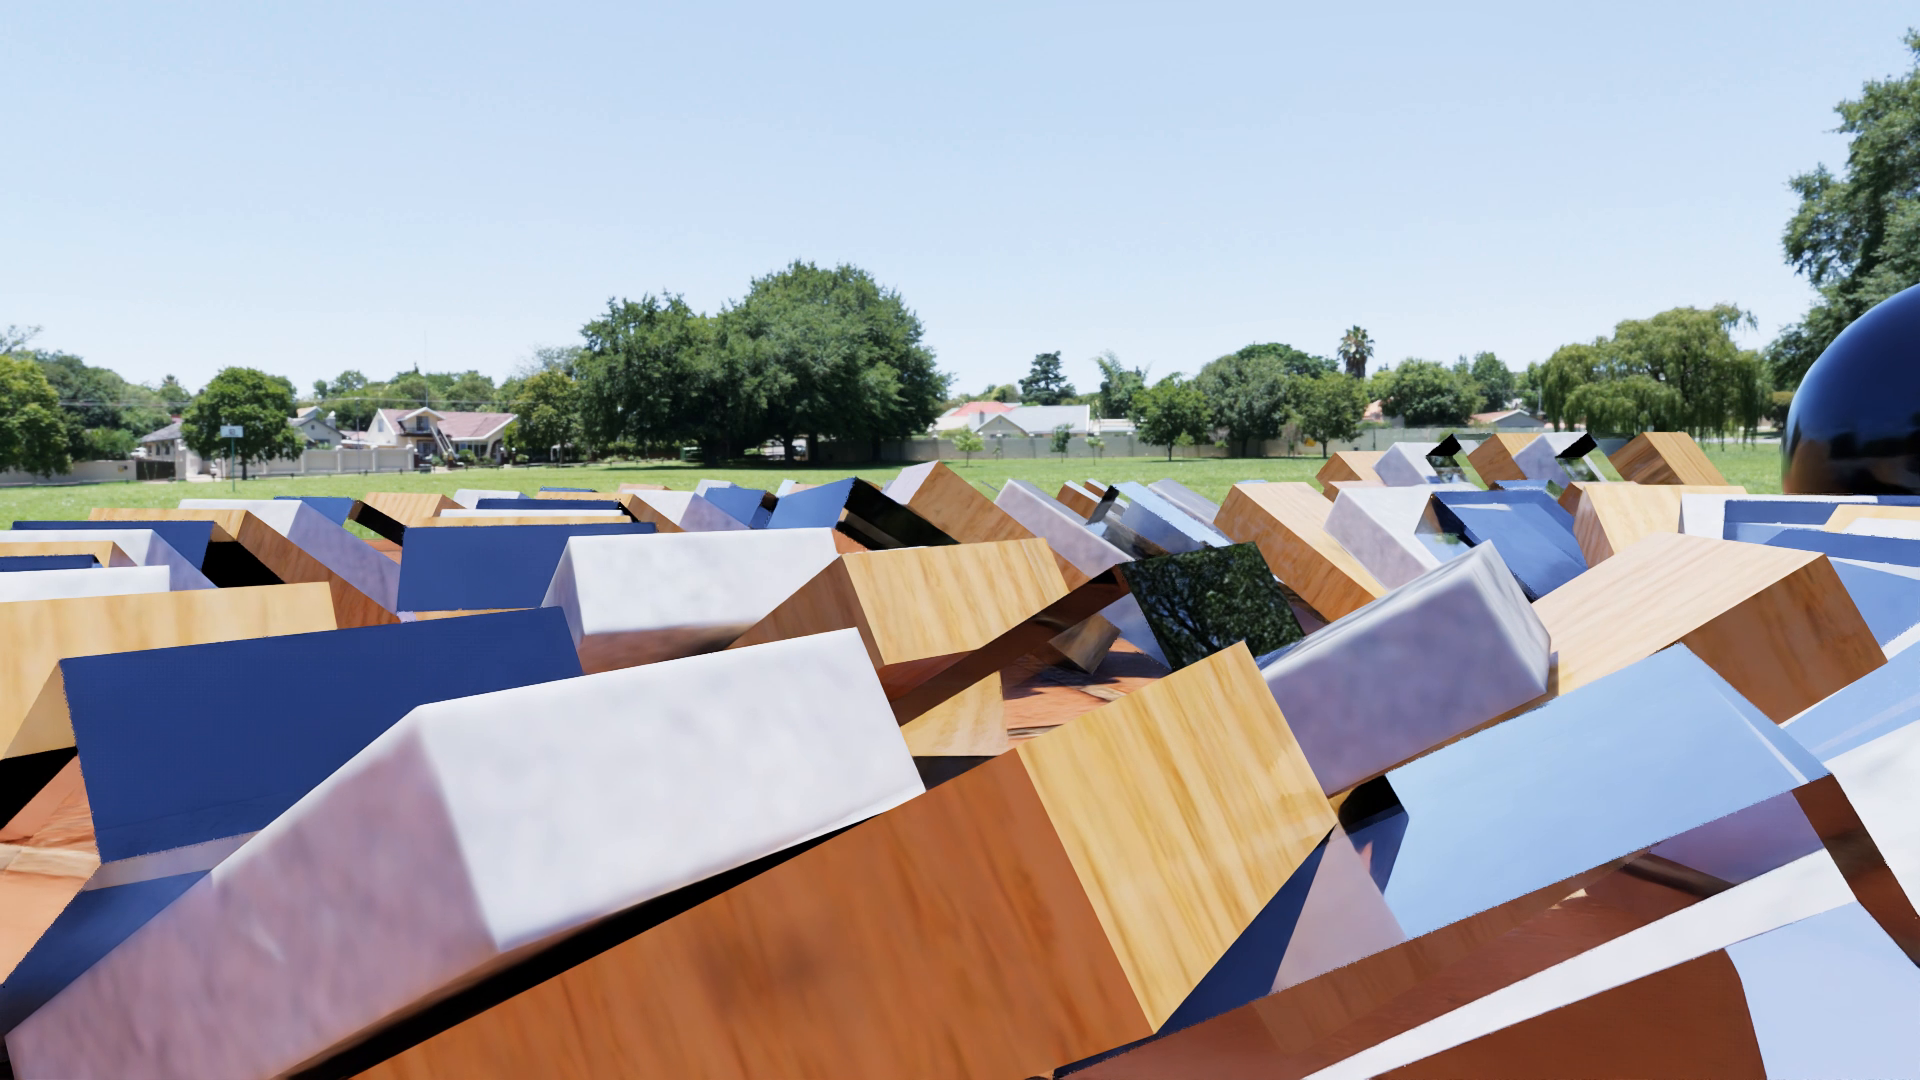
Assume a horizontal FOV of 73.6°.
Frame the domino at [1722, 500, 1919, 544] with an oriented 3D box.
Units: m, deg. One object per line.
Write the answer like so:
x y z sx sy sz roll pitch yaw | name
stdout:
0.109 0.013 0.160 0.025 0.010 0.050 3 37 32 | domino

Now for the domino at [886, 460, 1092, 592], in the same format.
0.009 0.005 0.242 0.050 0.009 0.025 37 -10 -13 | domino

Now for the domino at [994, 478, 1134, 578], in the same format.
0.030 0.006 0.256 0.050 0.010 0.025 34 8 8 | domino

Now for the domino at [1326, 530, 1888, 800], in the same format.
0.046 0.017 0.109 0.050 0.009 0.025 -32 2 4 | domino

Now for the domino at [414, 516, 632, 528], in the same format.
-0.053 0.013 0.173 0.025 0.010 0.050 -1 -27 -4 | domino

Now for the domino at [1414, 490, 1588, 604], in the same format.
0.104 0.009 0.221 0.025 0.009 0.050 -1 35 -18 | domino

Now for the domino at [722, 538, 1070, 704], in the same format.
-0.015 0.016 0.123 0.025 0.009 0.050 -5 -25 -47 | domino

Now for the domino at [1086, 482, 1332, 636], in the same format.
0.051 0.006 0.253 0.050 0.009 0.025 34 14 13 | domino

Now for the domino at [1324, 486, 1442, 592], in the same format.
0.093 0.008 0.238 0.025 0.010 0.050 -2 36 -26 | domino

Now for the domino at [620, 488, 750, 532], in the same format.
-0.043 0.007 0.255 0.025 0.010 0.050 4 -25 45 | domino

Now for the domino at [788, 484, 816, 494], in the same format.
-0.014 0.004 0.284 0.050 0.010 0.025 32 -11 -26 | domino

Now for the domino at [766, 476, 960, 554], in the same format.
-0.007 0.007 0.224 0.050 0.009 0.025 33 -24 -29 | domino

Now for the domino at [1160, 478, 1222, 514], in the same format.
0.076 -0.001 0.357 0.050 0.009 0.025 31 11 11 | domino

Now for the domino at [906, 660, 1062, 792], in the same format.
0.000 0.025 0.171 0.025 0.009 0.050 0 4 0 | domino

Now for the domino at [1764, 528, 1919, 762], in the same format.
0.066 0.017 0.114 0.050 0.009 0.025 -32 8 -5 | domino

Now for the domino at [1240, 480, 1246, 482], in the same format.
0.099 0.000 0.354 0.050 0.010 0.025 33 19 23 | domino

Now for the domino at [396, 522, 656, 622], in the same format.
-0.048 0.014 0.153 0.025 0.010 0.050 -1 -27 -10 | domino

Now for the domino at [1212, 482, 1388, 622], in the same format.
0.076 0.006 0.252 0.025 0.009 0.050 -4 38 -41 | domino

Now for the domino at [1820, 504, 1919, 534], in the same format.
0.100 0.015 0.138 0.050 0.009 0.025 -40 25 -26 | domino

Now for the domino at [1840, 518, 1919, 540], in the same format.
0.084 0.016 0.123 0.050 0.010 0.025 -34 14 -14 | domino

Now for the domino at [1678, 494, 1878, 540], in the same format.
0.115 0.012 0.178 0.025 0.009 0.050 2 37 25 | domino

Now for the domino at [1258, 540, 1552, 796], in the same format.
0.022 0.017 0.106 0.050 0.010 0.025 -33 -10 24 | domino

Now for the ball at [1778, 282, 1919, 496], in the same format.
0.217 -0.017 0.266 0.080 0.080 0.080 0 4 0 | ball

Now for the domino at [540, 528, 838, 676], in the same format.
-0.033 0.015 0.136 0.025 0.009 0.050 -2 -27 -30 | domino

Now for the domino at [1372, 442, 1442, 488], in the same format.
0.133 -0.004 0.338 0.025 0.050 0.009 -3 -38 -40 | domino

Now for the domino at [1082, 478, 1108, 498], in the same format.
0.056 -0.001 0.358 0.050 0.010 0.025 30 8 6 | domino

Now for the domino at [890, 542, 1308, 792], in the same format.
0.003 0.017 0.113 0.050 0.010 0.025 -35 -16 32 | domino

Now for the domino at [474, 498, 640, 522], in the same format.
-0.057 0.009 0.215 0.025 0.009 0.050 1 -27 18 | domino

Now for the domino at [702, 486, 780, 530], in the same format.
-0.030 0.005 0.270 0.050 0.010 0.025 34 -17 -34 | domino

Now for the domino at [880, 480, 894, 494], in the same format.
0.004 0.003 0.297 0.050 0.010 0.025 31 -2 -11 | domino

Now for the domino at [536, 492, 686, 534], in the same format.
-0.053 0.008 0.237 0.025 0.009 0.050 2 -26 35 | domino

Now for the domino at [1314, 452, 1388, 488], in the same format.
0.122 -0.004 0.348 0.025 0.010 0.050 -4 47 -41 | domino

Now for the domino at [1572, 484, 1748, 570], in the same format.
0.116 0.010 0.199 0.025 0.010 0.050 1 38 9 | domino

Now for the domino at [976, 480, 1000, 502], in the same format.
0.024 0.003 0.304 0.050 0.009 0.025 31 4 -1 | domino

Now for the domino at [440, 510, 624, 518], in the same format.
-0.056 0.011 0.193 0.025 0.009 0.050 0 -26 5 | domino

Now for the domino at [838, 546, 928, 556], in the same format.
-0.008 0.013 0.196 0.025 0.010 0.050 -6 -18 19 | domino
